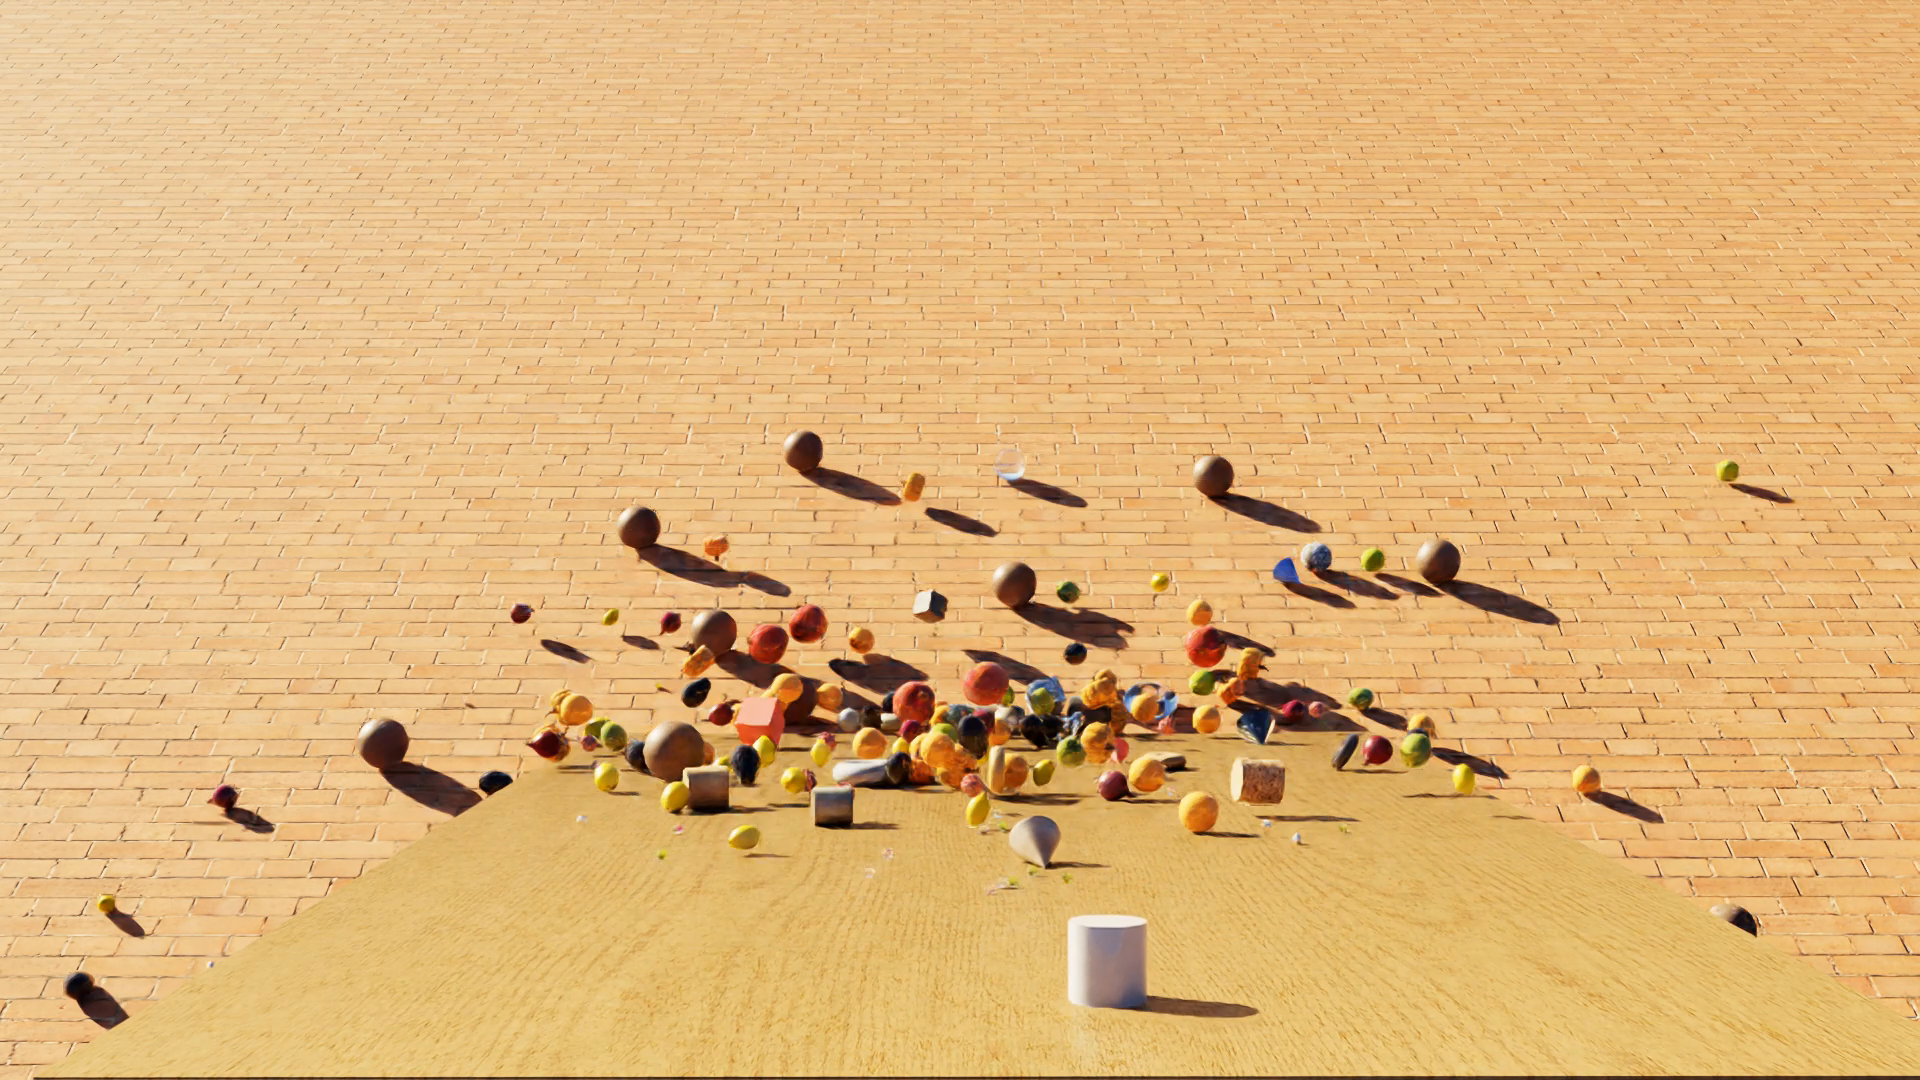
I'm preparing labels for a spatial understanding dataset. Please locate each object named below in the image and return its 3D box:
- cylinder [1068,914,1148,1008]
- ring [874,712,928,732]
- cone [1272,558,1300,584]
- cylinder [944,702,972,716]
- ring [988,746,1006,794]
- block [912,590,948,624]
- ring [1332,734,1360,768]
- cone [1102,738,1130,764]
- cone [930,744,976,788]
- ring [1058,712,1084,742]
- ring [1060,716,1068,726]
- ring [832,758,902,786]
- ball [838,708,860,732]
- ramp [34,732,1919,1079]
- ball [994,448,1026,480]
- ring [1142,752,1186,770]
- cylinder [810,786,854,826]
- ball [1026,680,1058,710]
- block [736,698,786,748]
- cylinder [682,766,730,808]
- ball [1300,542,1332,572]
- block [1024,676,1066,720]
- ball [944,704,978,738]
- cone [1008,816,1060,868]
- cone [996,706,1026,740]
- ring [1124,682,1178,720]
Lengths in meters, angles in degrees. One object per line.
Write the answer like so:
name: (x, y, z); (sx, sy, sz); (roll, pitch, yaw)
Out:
cylinder: (0.173, 0.490, 3.012); (0.092, 0.092, 0.092); (0, 1, 0)
ring: (-0.152, 0.474, 6.706); (0.140, 0.047, 0.140); (0, -2, 0)
cone: (0.956, 0.105, 7.449); (0.077, 0.077, 0.077); (-18, 43, -31)
cylinder: (-0.004, 0.455, 6.713); (0.062, 0.062, 0.062); (2, 26, -19)
ring: (0.072, 0.452, 5.079); (0.031, 0.094, 0.094); (2, 28, -2)
block: (-0.082, 0.185, 7.174); (0.064, 0.064, 0.064); (-16, 52, 44)
ring: (0.844, 0.462, 5.657); (0.029, 0.088, 0.088); (33, 35, 5)
cone: (0.354, 0.488, 5.825); (0.062, 0.062, 0.062); (-1, 27, -2)
cone: (-0.004, 0.487, 5.341); (0.096, 0.096, 0.096); (-6, 29, -12)
ring: (0.265, 0.446, 6.156); (0.029, 0.087, 0.087); (39, 39, 10)
ring: (0.320, 0.475, 6.698); (0.123, 0.041, 0.123); (0, 0, 0)
ring: (-0.192, 0.484, 5.374); (0.146, 0.049, 0.146); (-1, 1, 0)
ball: (-0.289, 0.468, 6.719); (0.060, 0.060, 0.060); (0, 28, 0)
ramp: (0.063, 0.567, 4.607); (2.000, 0.100, 4.000); (0, 1, 0)
ball: (0.155, -0.234, 8.058); (0.099, 0.099, 0.099); (0, 28, 0)
ring: (0.450, 0.487, 5.698); (0.098, 0.033, 0.098); (1, 1, 0)
cylinder: (-0.232, 0.481, 4.673); (0.069, 0.069, 0.069); (0, 28, -10)
ball: (0.213, 0.405, 6.735); (0.081, 0.081, 0.081); (0, 28, 0)
block: (-0.477, 0.438, 6.183); (0.085, 0.085, 0.085); (0, 45, 16)
cylinder: (-0.486, 0.473, 4.945); (0.079, 0.079, 0.079); (3, 27, -14)
ball: (1.040, 0.050, 7.533); (0.090, 0.090, 0.090); (0, 28, 0)
block: (0.226, 0.418, 6.827); (0.076, 0.076, 0.076); (-11, 57, -20)
ball: (0.003, 0.452, 6.453); (0.086, 0.086, 0.086); (0, 28, 0)
cone: (0.128, 0.503, 4.148); (0.087, 0.087, 0.087); (-5, 28, -9)
cone: (0.107, 0.475, 6.437); (0.087, 0.087, 0.087); (13, 34, 24)
ring: (0.506, 0.427, 6.866); (0.145, 0.048, 0.145); (0, 30, 0)
